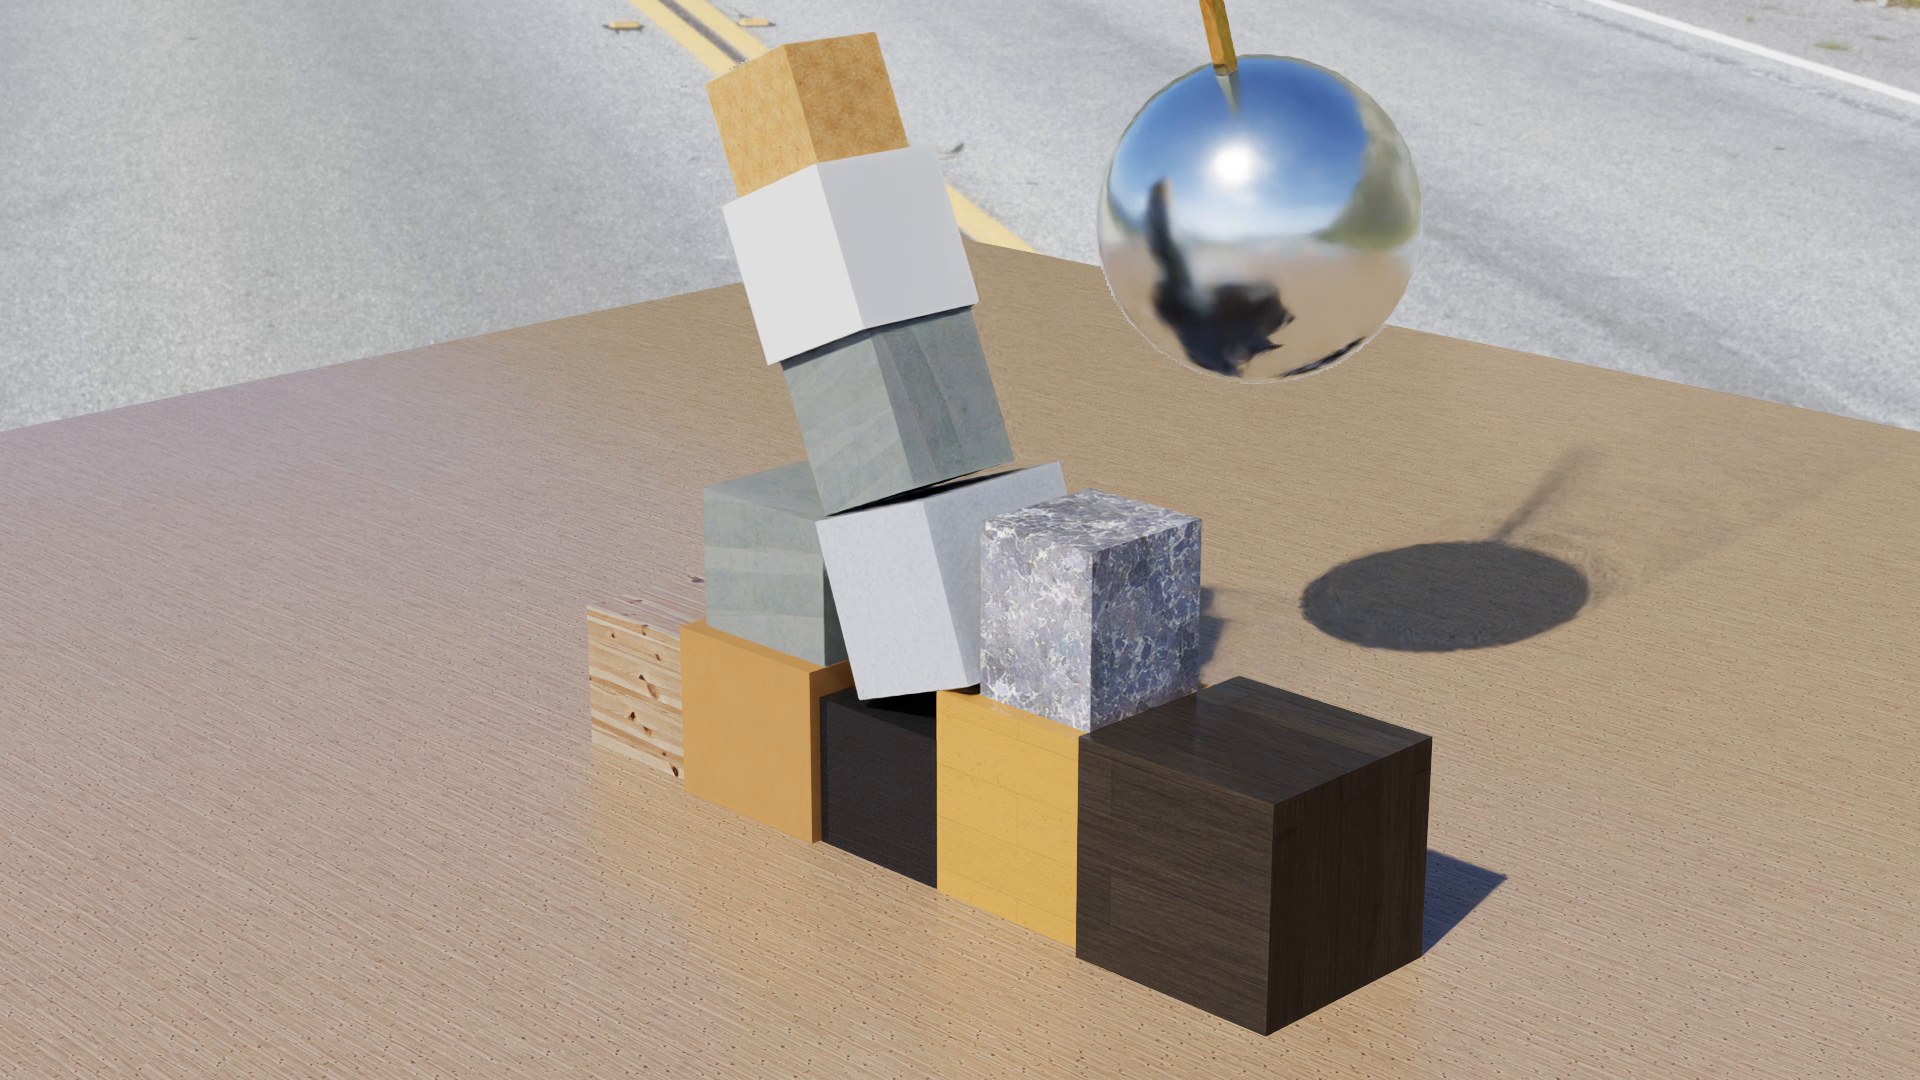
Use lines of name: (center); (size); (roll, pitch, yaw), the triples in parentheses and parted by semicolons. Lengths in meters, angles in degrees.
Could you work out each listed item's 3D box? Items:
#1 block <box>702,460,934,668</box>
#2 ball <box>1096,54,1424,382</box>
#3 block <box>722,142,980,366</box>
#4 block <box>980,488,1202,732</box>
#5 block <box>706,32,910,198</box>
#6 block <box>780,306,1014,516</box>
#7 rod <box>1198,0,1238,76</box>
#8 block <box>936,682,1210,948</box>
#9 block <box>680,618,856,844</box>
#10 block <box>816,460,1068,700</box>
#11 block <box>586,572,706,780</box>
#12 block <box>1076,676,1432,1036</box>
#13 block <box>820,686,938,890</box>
block: (-0.654, 0.086, 14.053); (0.838, 0.698, 0.780); (16, 24, 42)
ball: (1.467, -1.575, 14.384); (1.600, 1.600, 1.600); (0, 17, 0)
block: (-0.503, -1.311, 13.465); (0.720, 0.762, 0.718); (-17, 1, -42)
block: (0.571, 0.296, 12.843); (0.701, 0.807, 0.658); (-17, 24, -42)
block: (-0.700, -1.941, 13.451); (0.556, 0.559, 0.605); (-17, 1, -42)
block: (-0.287, -0.593, 13.471); (0.625, 0.739, 0.664); (-17, 1, -41)
rod: (0.636, -4.369, 12.635); (0.080, 5.200, 0.080); (17, 44, 42)
block: (0.540, 1.128, 13.148); (0.914, 0.964, 0.905); (-17, 24, -42)
block: (-0.683, 0.820, 14.308); (0.969, 0.856, 0.932); (-17, 24, -42)
block: (-0.003, 0.186, 13.427); (0.880, 0.844, 0.743); (-17, 5, -43)
block: (-1.319, 0.688, 14.920); (0.779, 0.742, 0.831); (-17, 24, -42)
block: (1.242, 1.311, 12.476); (1.051, 1.017, 1.054); (-17, 24, -42)
block: (-0.060, 1.062, 13.758); (0.901, 0.724, 0.773); (-17, 24, -42)
